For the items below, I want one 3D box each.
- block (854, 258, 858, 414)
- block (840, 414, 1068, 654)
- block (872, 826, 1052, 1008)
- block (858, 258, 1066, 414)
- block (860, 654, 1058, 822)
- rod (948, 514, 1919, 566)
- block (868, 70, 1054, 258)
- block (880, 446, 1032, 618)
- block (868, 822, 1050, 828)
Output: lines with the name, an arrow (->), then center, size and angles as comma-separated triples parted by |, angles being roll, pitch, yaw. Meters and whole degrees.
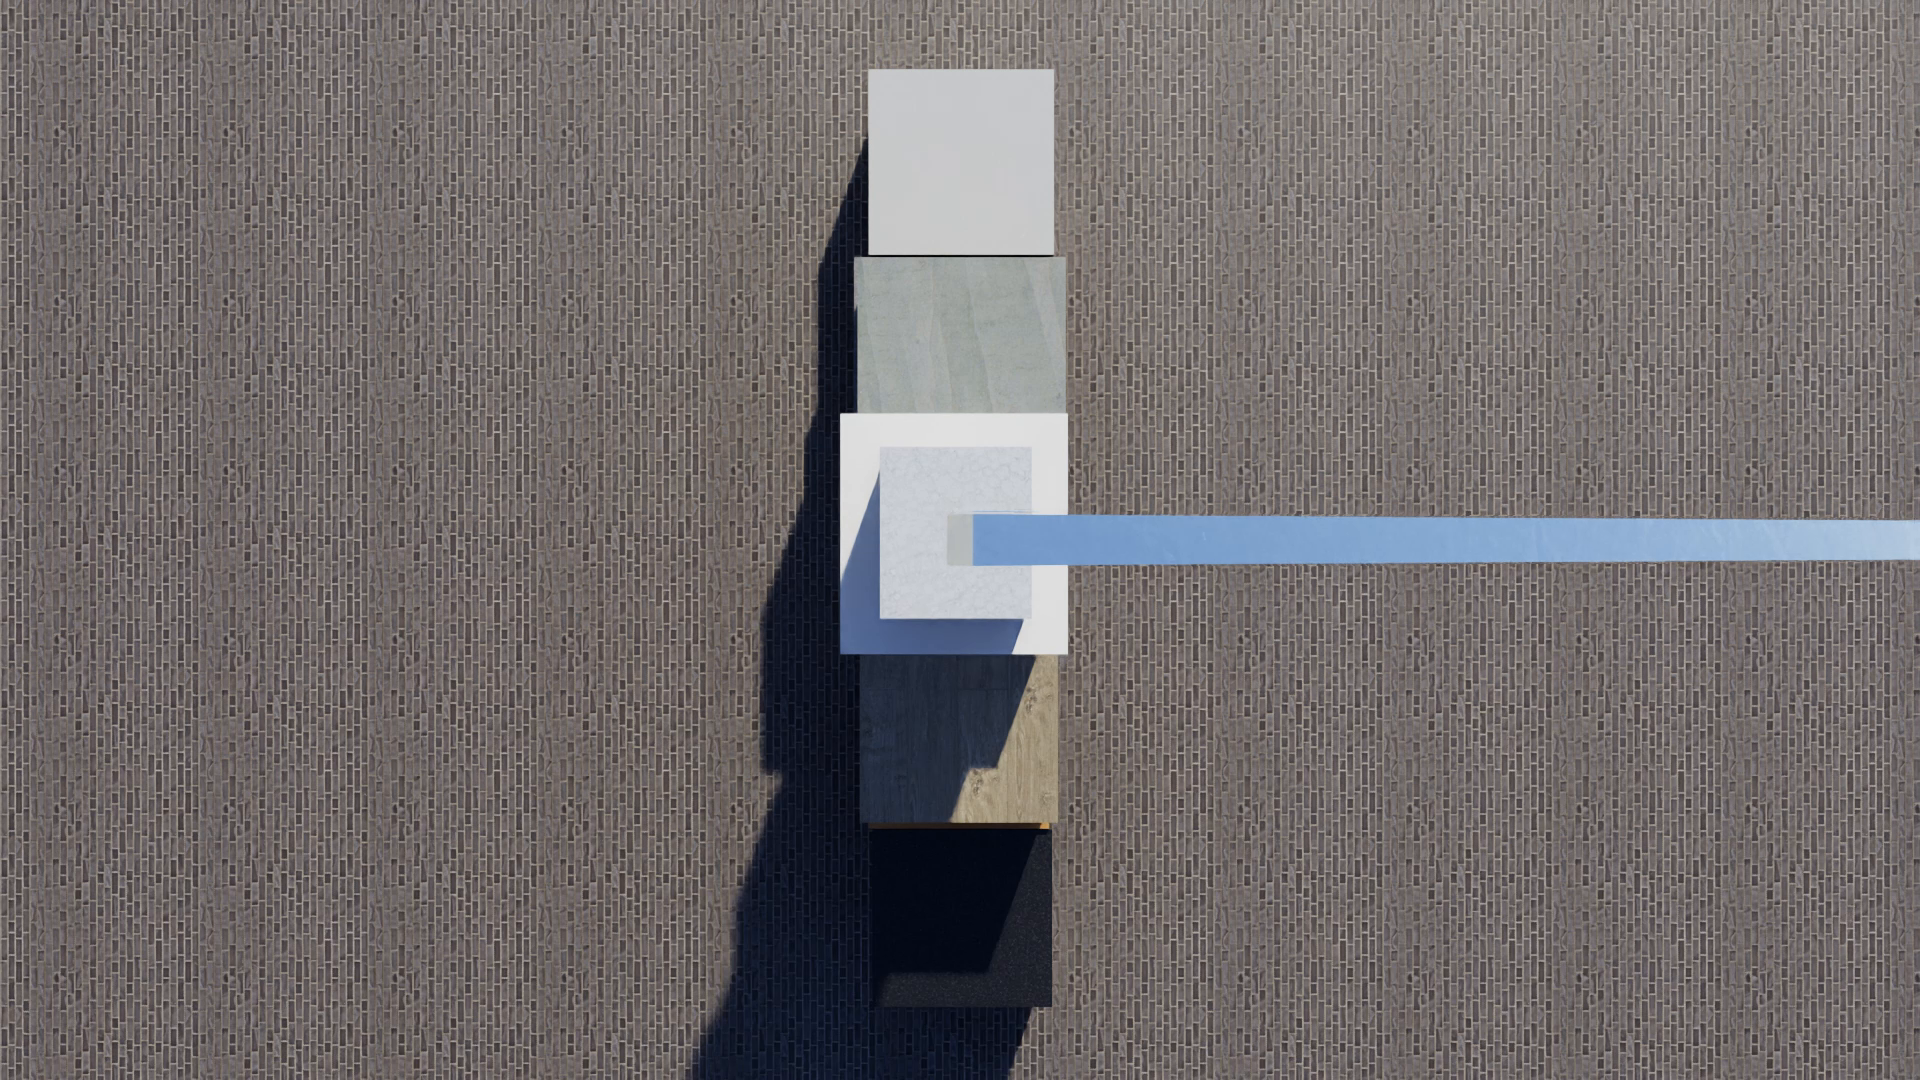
block -> 0.000, -0.976, 12.479 | 1.153, 1.041, 1.124 | 0, 90, 0
block -> -0.020, -0.020, 7.923 | 0.785, 0.666, 0.832 | 0, 90, 0
block -> 0.014, 2.069, 12.514 | 0.983, 0.972, 0.971 | 0, 90, 0
block -> 0.008, -0.944, 11.471 | 1.040, 0.976, 0.936 | 0, 90, 0
block -> -0.005, 0.872, 11.485 | 0.992, 1.001, 1.080 | 0, 90, 0
rod -> 2.234, 0.000, 4.760 | 5.200, 0.080, 0.080 | 0, 90, -31
block -> 0.007, -2.052, 12.468 | 1.005, 1.064, 1.006 | 0, 90, 0
block -> -0.014, -0.022, 7.320 | 0.487, 0.539, 0.551 | 0, 90, 0
block -> -0.005, 1.115, 12.493 | 0.982, 1.015, 0.918 | 0, 90, 0
